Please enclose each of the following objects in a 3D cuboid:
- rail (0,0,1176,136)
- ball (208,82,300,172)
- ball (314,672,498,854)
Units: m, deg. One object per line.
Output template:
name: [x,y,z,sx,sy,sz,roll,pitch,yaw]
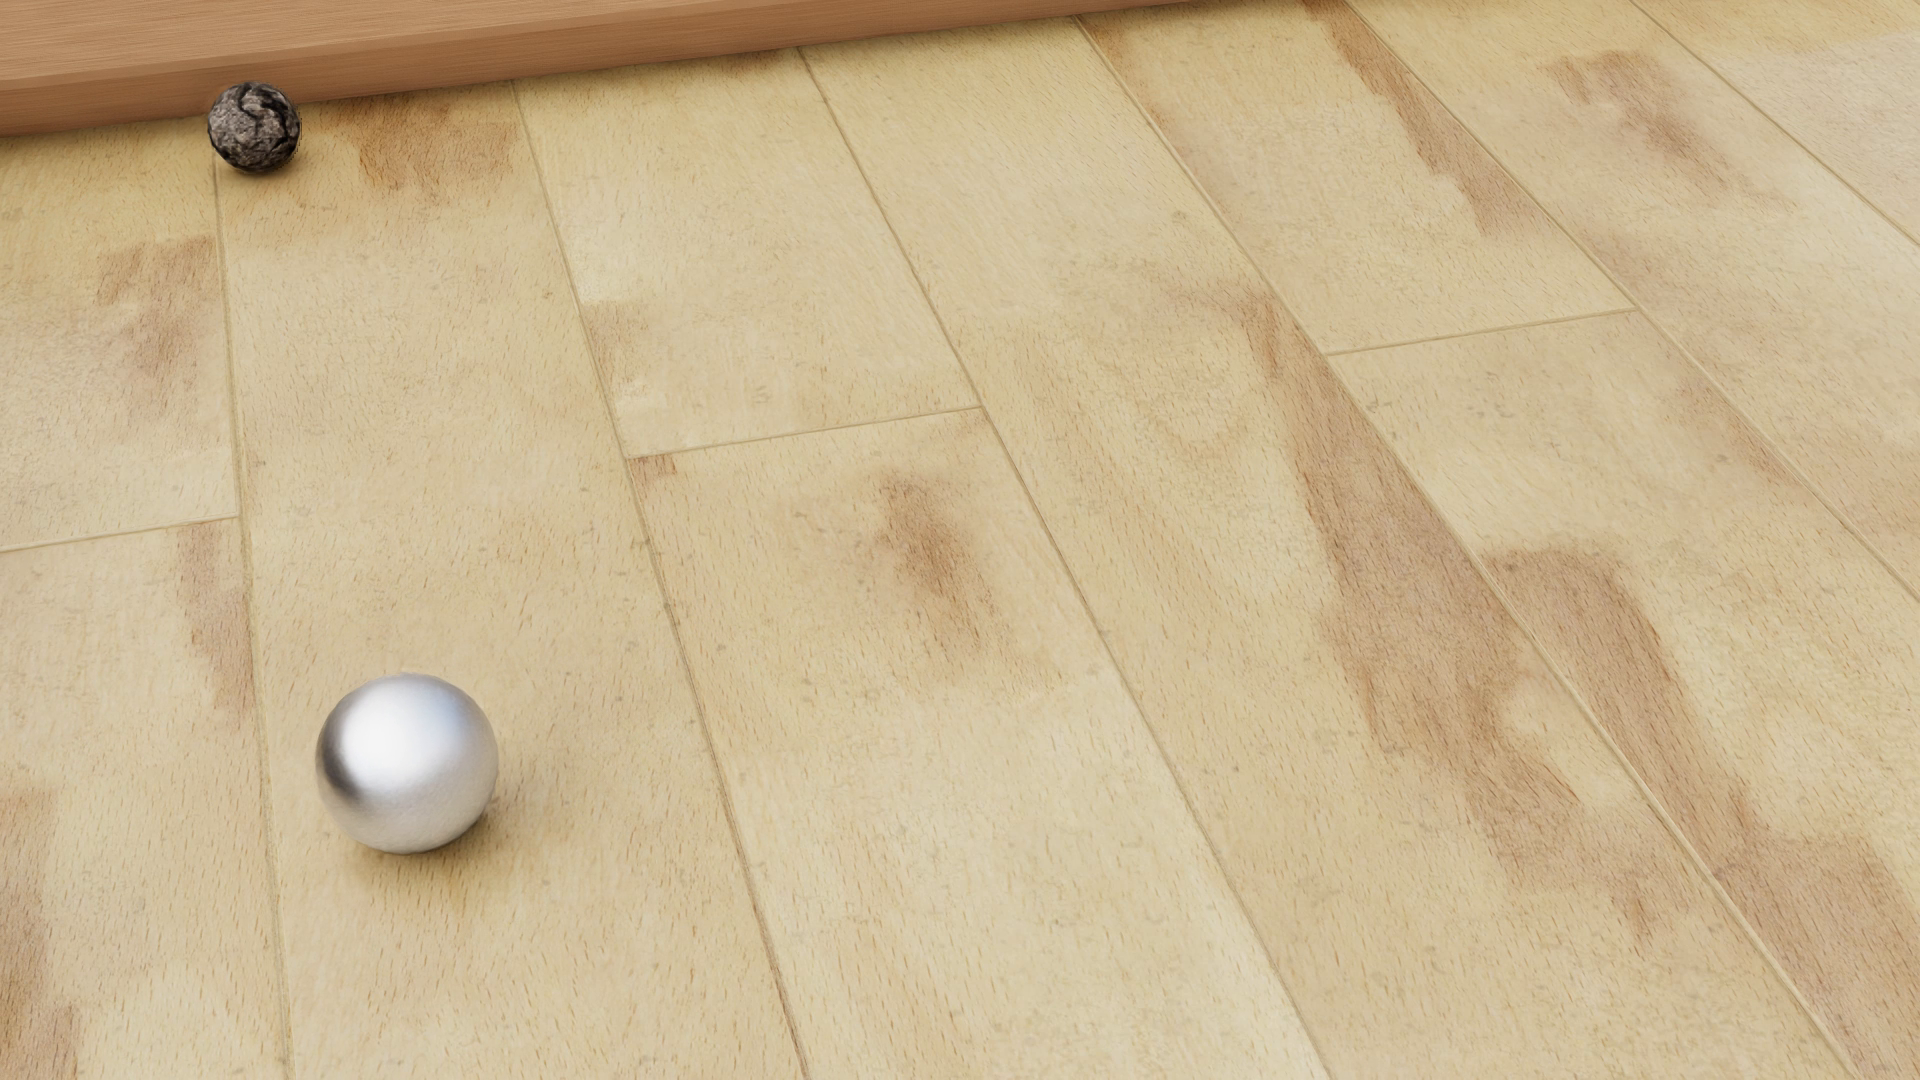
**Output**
rail: [0.461,-0.568,2.326,2.761,0.128,0.045,-9,37,-12]
ball: [-0.562,-0.329,2.043,0.071,0.071,0.071,0,36,0]
ball: [-0.300,0.121,1.393,0.098,0.098,0.098,0,36,0]
